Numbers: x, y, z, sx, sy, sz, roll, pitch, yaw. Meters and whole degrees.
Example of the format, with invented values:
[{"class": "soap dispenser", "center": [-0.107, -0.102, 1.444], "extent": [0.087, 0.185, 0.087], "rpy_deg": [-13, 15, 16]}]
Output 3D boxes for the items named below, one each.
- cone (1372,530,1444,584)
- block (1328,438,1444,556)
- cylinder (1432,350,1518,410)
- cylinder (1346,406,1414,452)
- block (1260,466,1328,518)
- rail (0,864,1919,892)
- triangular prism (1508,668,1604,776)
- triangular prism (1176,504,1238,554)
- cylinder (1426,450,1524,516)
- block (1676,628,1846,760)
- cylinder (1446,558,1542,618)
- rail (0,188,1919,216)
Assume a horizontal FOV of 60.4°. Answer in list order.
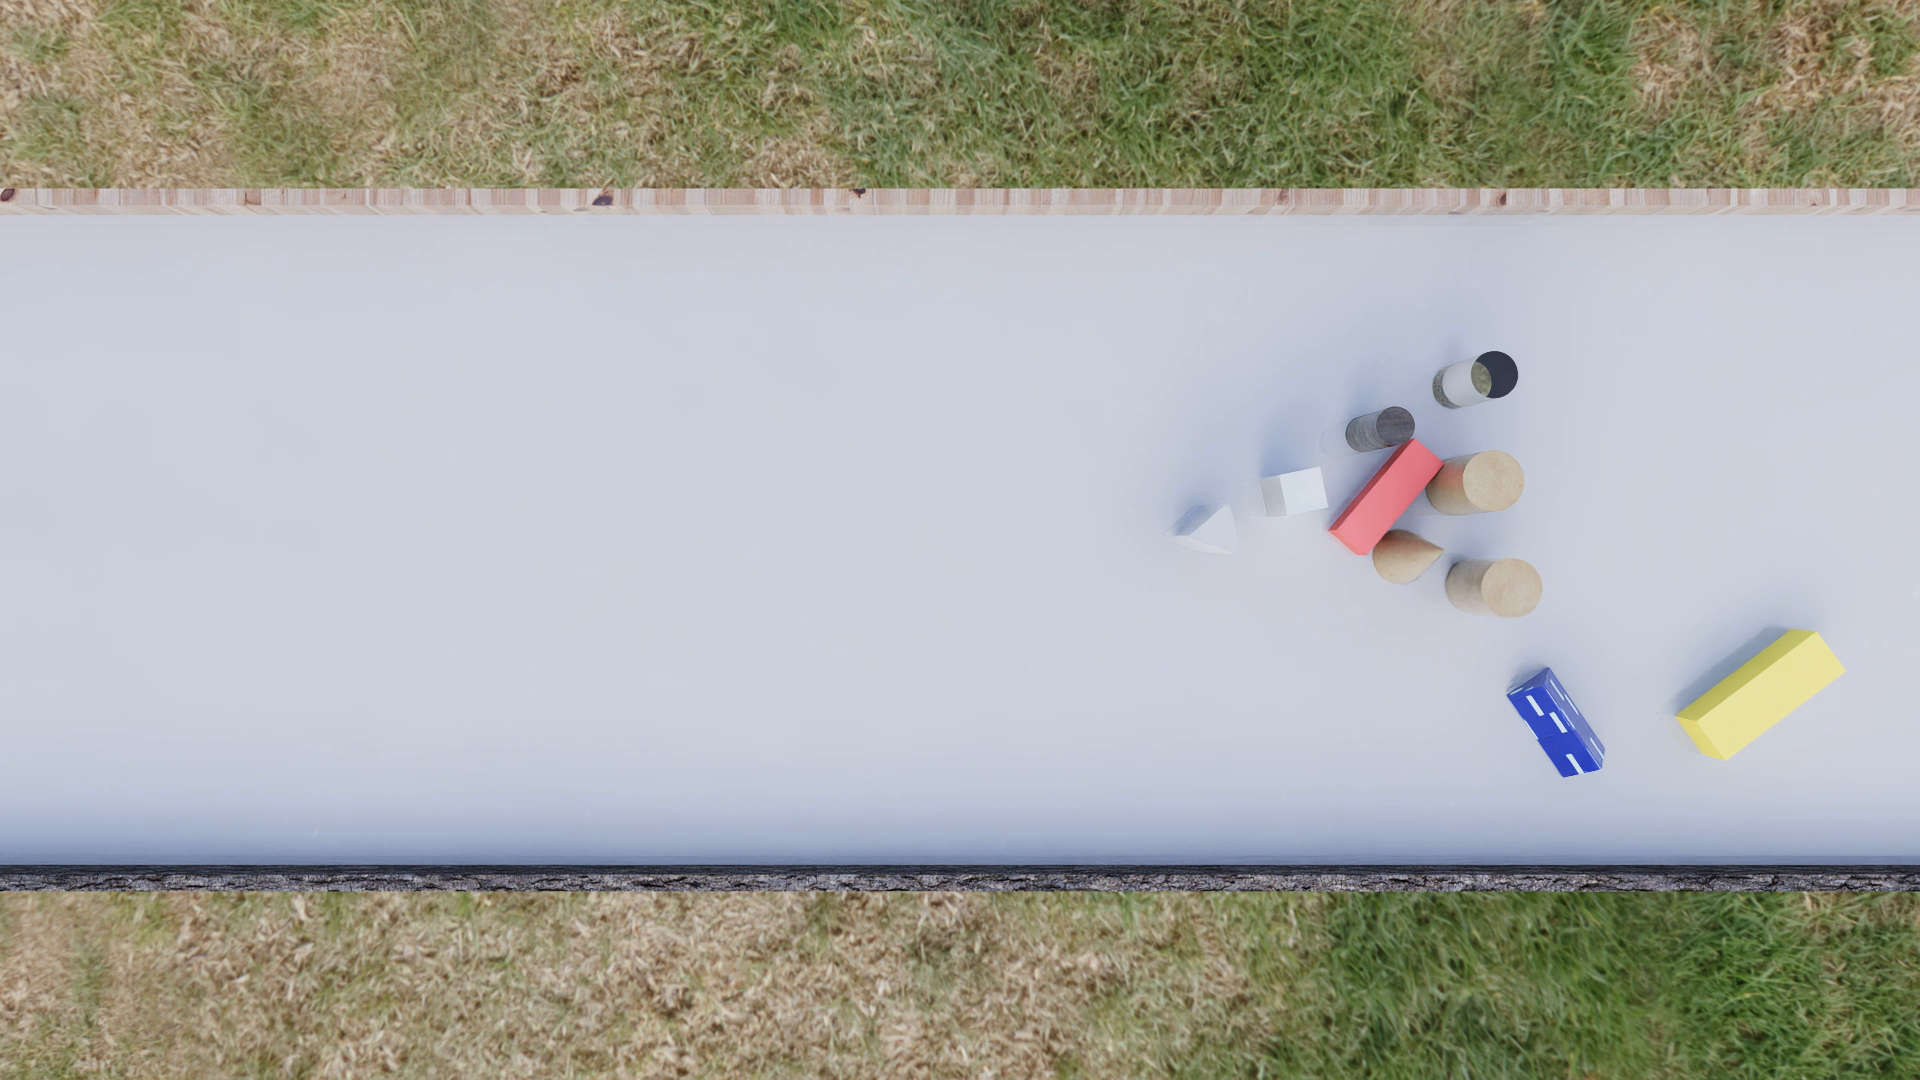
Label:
[{"class": "cone", "center": [1.359, 0.040, 4.854], "extent": [0.170, 0.436, 0.170], "rpy_deg": [0, 87, -2]}, {"class": "block", "center": [1.295, -0.130, 5.018], "extent": [0.118, 0.118, 0.364], "rpy_deg": [40, 90, 0]}, {"class": "cylinder", "center": [1.522, -0.471, 4.886], "extent": [0.136, 0.381, 0.136], "rpy_deg": [0, 90, 0]}, {"class": "cylinder", "center": [1.242, -0.326, 4.890], "extent": [0.111, 0.374, 0.111], "rpy_deg": [0, 90, 0]}, {"class": "block", "center": [0.993, -0.141, 4.921], "extent": [0.120, 0.312, 0.120], "rpy_deg": [-12, 90, 0]}, {"class": "rail", "center": [-2.247, 1.025, 5.001], "extent": [12.000, 0.150, 0.050], "rpy_deg": [0, 90, 0]}, {"class": "triangular prism", "center": [1.833, 0.560, 5.006], "extent": [0.154, 0.133, 0.305], "rpy_deg": [-34, 90, 0]}, {"class": "triangular prism", "center": [0.751, -0.045, 4.911], "extent": [0.147, 0.330, 0.127], "rpy_deg": [19, 90, 0]}, {"class": "cylinder", "center": [1.519, -0.166, 4.884], "extent": [0.176, 0.381, 0.176], "rpy_deg": [0, 89, 0]}, {"class": "block", "center": [2.425, 0.467, 5.003], "extent": [0.450, 0.148, 0.148], "rpy_deg": [-37, 90, 0]}, {"class": "cylinder", "center": [1.570, 0.138, 4.867], "extent": [0.171, 0.411, 0.171], "rpy_deg": [0, 89, 3]}, {"class": "rail", "center": [-2.247, -1.025, 5.002], "extent": [12.000, 0.150, 0.050], "rpy_deg": [0, 90, 0]}]
